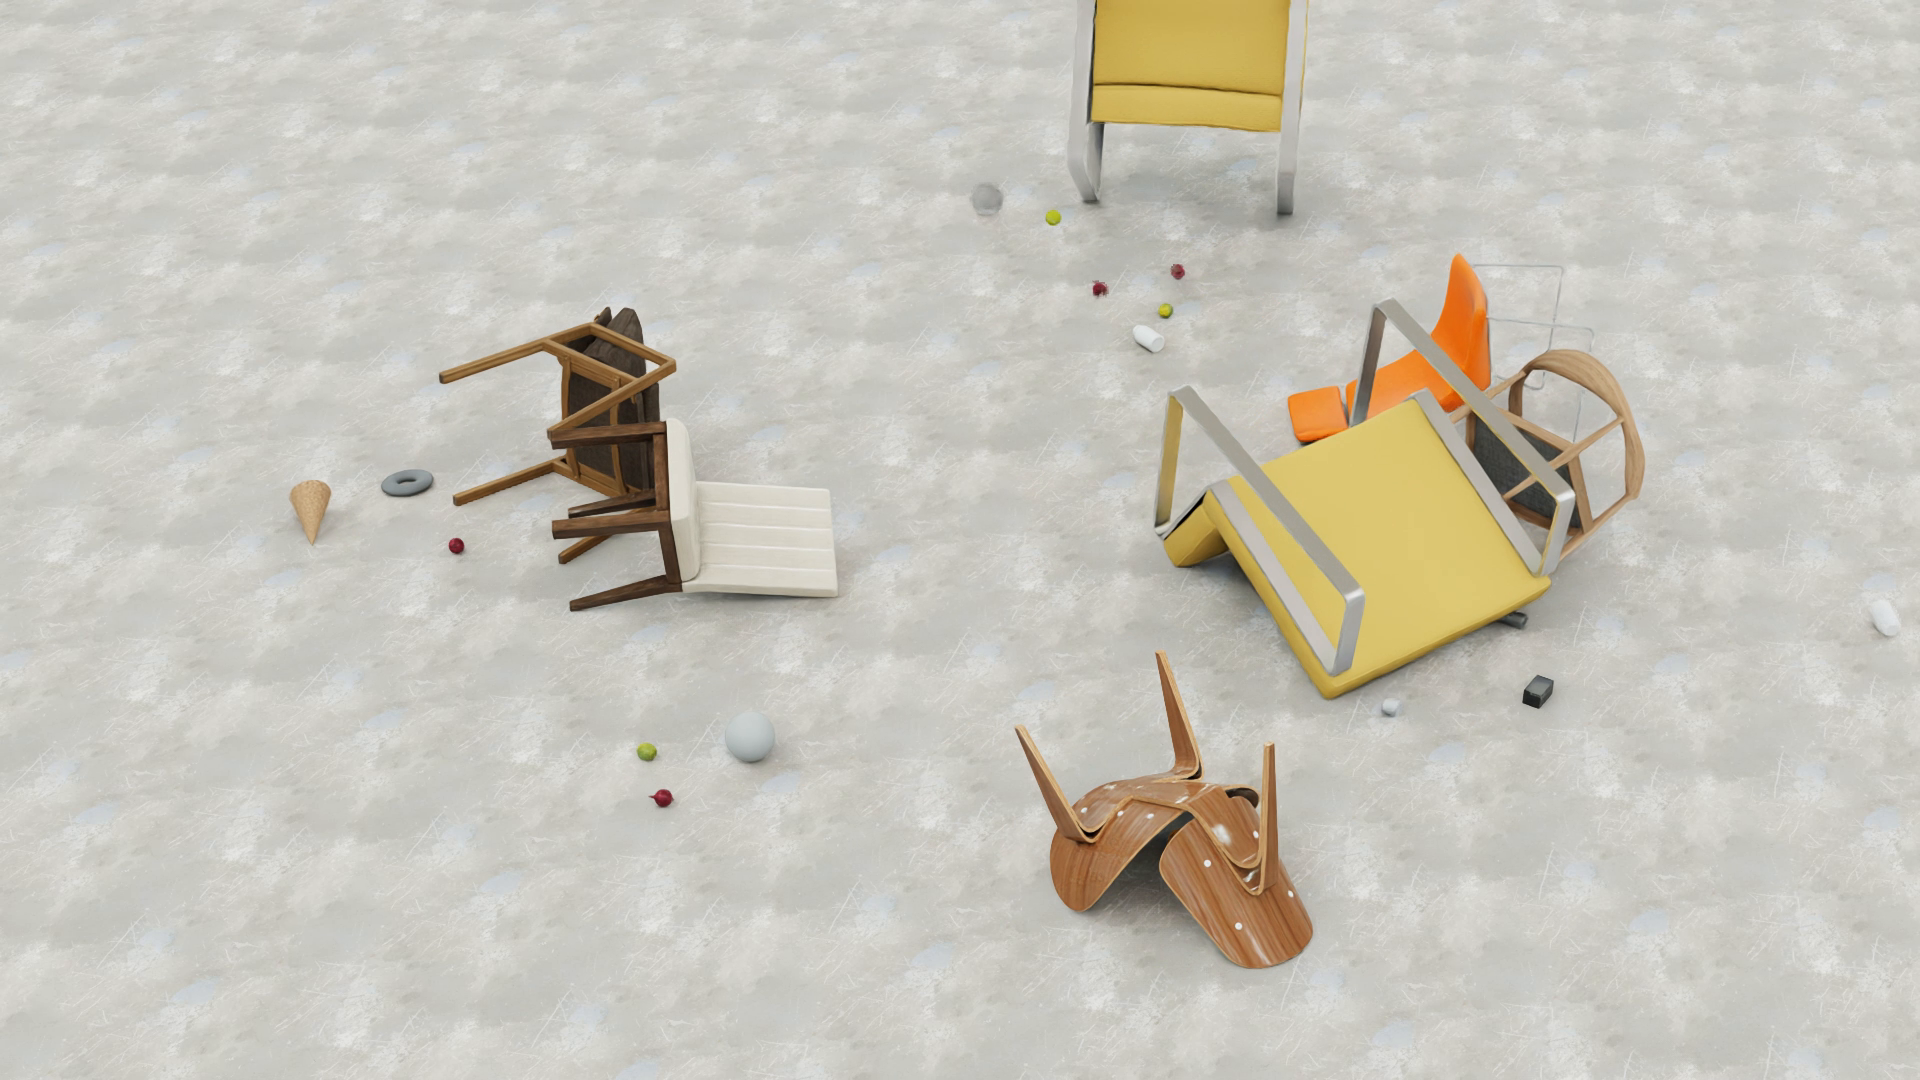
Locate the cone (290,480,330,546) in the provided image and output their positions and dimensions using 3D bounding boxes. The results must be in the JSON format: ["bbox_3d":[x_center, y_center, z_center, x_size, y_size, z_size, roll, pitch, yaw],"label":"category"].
[{"bbox_3d":[-2.429,-0.072,10.975,0.151,0.190,0.242,8,51,-25],"label":"cone"}]

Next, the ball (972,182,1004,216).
[{"bbox_3d":[0.124,-1.527,13.131,0.144,0.144,0.144,0,33,0],"label":"ball"}]

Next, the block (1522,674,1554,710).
[{"bbox_3d":[1.991,0.523,10.099,0.063,0.057,0.107,21,39,28],"label":"block"}]

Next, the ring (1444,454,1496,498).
[{"bbox_3d":[1.955,-0.245,11.241,0.161,0.083,0.266,-12,36,-20],"label":"ring"}]

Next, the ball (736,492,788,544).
[{"bbox_3d":[-0.733,-0.082,10.893,0.192,0.192,0.192,0,33,0],"label":"ball"}]

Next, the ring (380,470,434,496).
[{"bbox_3d":[-2.119,-0.220,11.243,0.204,0.039,0.158,-16,36,-21],"label":"ring"}]

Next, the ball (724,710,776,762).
[{"bbox_3d":[-0.701,0.655,9.796,0.170,0.170,0.170,0,33,0],"label":"ball"}]

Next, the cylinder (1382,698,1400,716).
[{"bbox_3d":[1.476,0.573,10.031,0.047,0.045,0.072,14,19,20],"label":"cylinder"}]
